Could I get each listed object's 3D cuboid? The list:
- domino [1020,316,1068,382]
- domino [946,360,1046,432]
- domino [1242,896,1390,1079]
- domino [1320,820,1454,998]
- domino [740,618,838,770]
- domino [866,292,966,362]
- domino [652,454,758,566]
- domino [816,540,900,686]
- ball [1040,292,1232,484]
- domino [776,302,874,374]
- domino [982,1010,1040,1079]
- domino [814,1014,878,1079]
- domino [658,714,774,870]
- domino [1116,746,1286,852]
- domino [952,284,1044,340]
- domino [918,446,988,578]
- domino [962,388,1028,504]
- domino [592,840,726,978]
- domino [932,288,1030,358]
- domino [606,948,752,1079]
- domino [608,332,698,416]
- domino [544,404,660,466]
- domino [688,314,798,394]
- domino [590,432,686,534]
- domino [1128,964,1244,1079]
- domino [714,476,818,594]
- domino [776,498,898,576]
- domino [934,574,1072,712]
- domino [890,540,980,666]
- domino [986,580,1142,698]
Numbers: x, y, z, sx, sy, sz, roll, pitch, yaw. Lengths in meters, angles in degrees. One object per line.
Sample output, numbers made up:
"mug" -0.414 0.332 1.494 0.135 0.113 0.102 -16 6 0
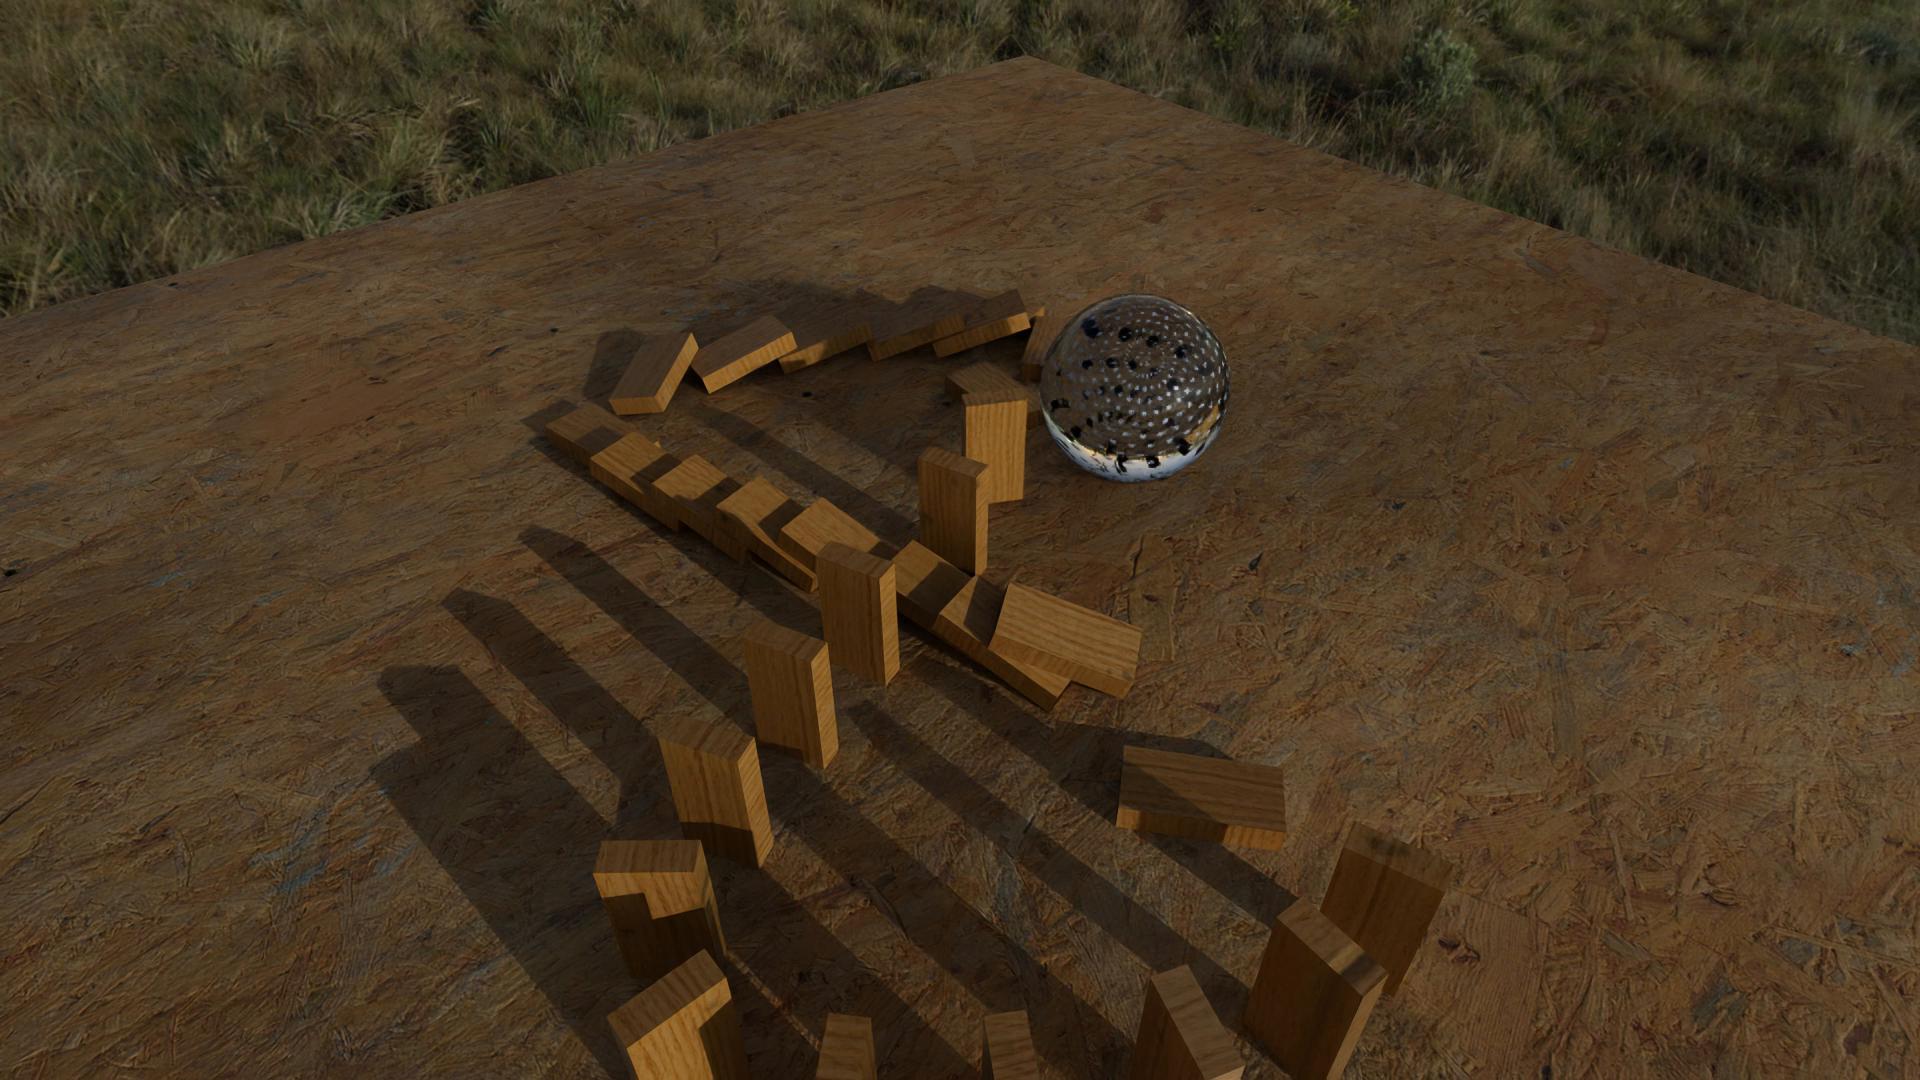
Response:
"domino" 0.048 -0.097 0.562 0.025 0.010 0.050 8 40 10
"domino" 0.018 -0.068 0.526 0.025 0.010 0.050 -25 45 -27
"domino" 0.087 0.114 0.273 0.009 0.050 0.025 -26 46 -28
"domino" 0.110 0.098 0.291 0.025 0.050 0.010 21 44 24
"domino" -0.054 0.050 0.351 0.025 0.050 0.009 17 42 20
"domino" -0.024 -0.110 0.567 0.050 0.010 0.025 -19 40 3
"domino" -0.098 -0.013 0.449 0.050 0.010 0.025 34 48 14
"domino" -0.035 0.026 0.380 0.025 0.050 0.010 19 43 22
"ball" 0.074 -0.064 0.466 0.080 0.080 0.080 0 39 0
"domino" -0.072 -0.103 0.562 0.050 0.009 0.025 -24 44 -9
"domino" 0.012 0.132 0.250 0.010 0.050 0.025 -5 40 -6
"domino" -0.026 0.132 0.250 0.009 0.050 0.025 4 39 5
"domino" -0.070 0.074 0.321 0.025 0.050 0.010 13 41 16
"domino" 0.075 0.081 0.345 0.050 0.010 0.025 7 40 8
"domino" 0.017 -0.123 0.594 0.050 0.009 0.025 20 44 23
"domino" -0.003 -0.010 0.423 0.025 0.050 0.010 20 43 23
"domino" 0.014 -0.038 0.458 0.025 0.050 0.010 -8 40 -9
"domino" -0.078 0.099 0.291 0.025 0.050 0.010 0 39 -1
"domino" 0.009 -0.112 0.569 0.050 0.010 0.025 -18 41 5
"domino" -0.066 0.122 0.263 0.025 0.050 0.009 -29 47 -31
"domino" -0.148 -0.081 0.534 0.025 0.009 0.050 -1 46 16
"domino" -0.161 -0.044 0.498 0.050 0.009 0.025 27 47 29
"domino" -0.109 -0.093 0.548 0.050 0.010 0.025 -31 45 -16
"domino" -0.129 -0.025 0.466 0.050 0.009 0.025 32 48 17
"domino" 0.052 0.125 0.259 0.010 0.050 0.025 -13 41 -16
"domino" -0.070 -0.003 0.436 0.050 0.010 0.025 35 49 13
"domino" -0.043 0.007 0.423 0.050 0.010 0.025 36 49 12
"domino" 0.018 0.036 0.388 0.050 0.010 0.025 35 48 12
"domino" -0.005 0.023 0.407 0.050 0.010 0.025 32 48 16
"domino" 0.037 0.034 0.383 0.050 0.010 0.025 20 47 -2
